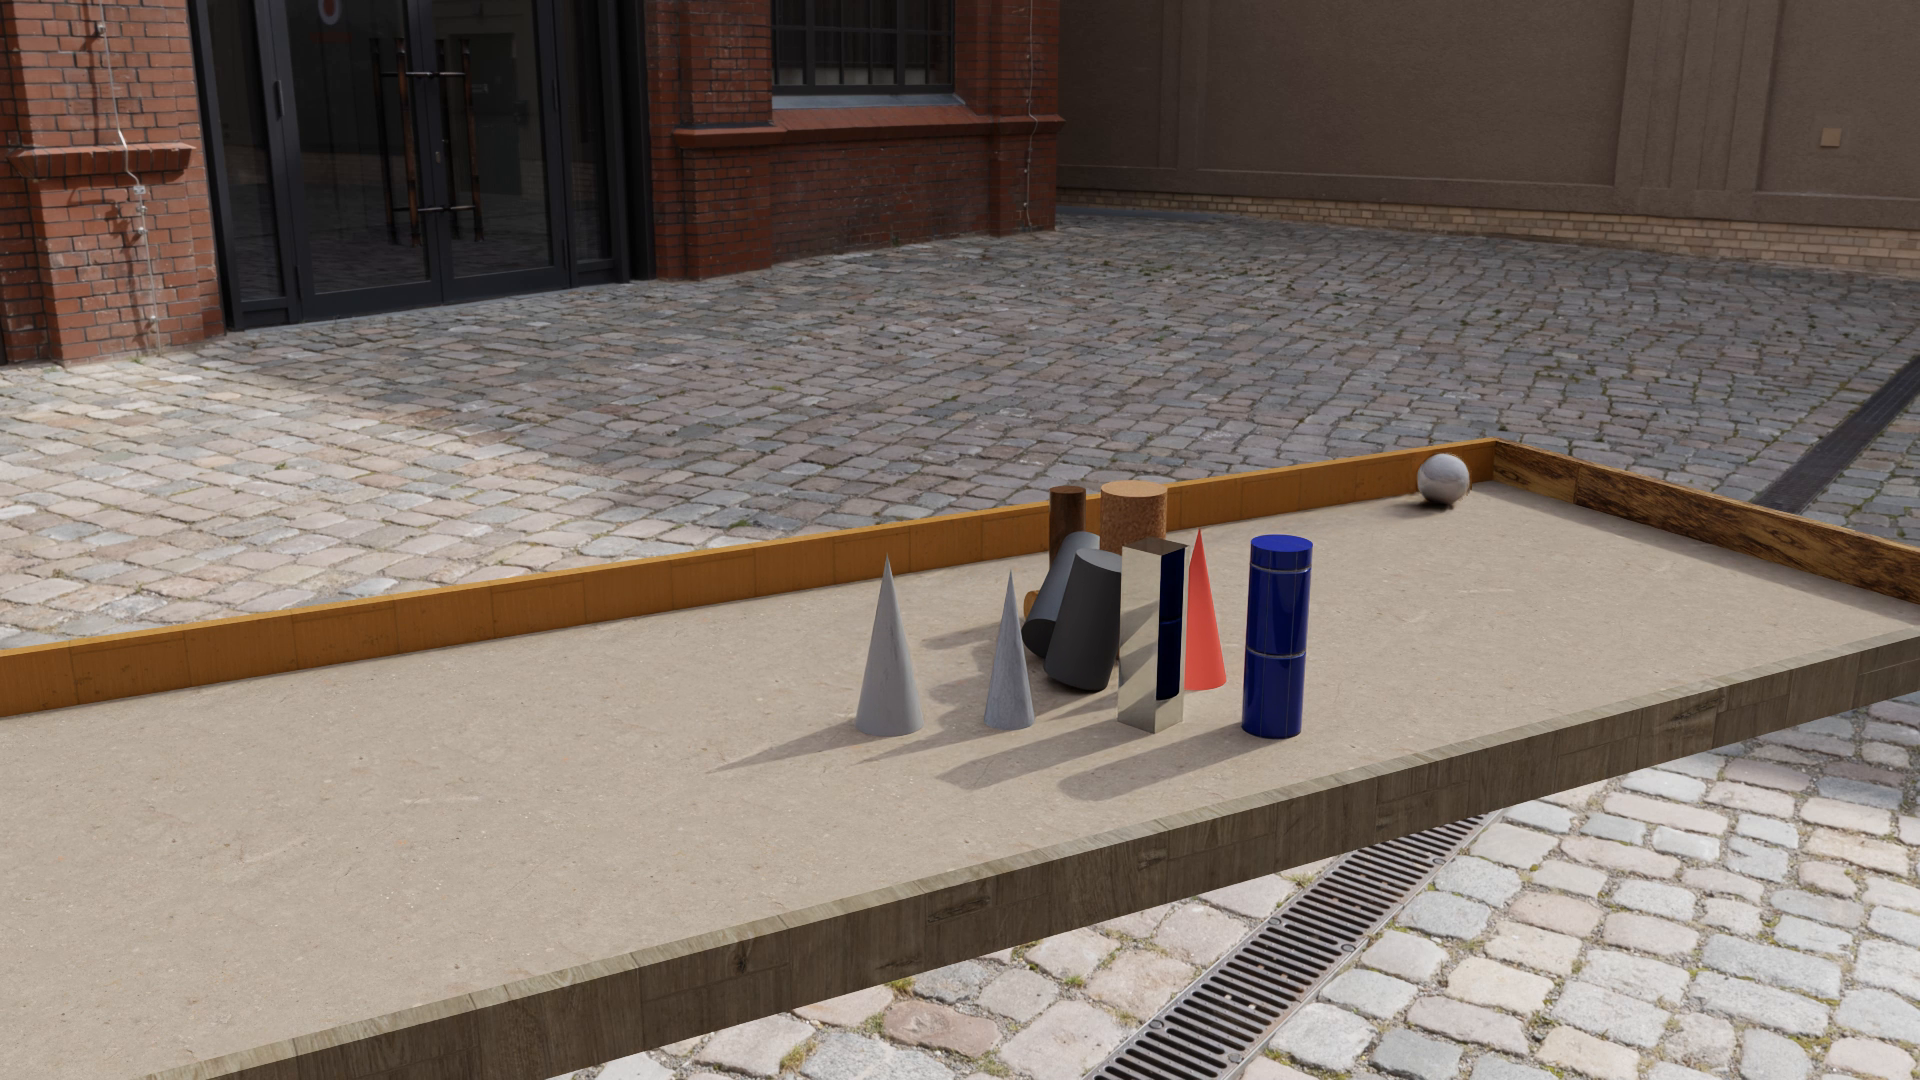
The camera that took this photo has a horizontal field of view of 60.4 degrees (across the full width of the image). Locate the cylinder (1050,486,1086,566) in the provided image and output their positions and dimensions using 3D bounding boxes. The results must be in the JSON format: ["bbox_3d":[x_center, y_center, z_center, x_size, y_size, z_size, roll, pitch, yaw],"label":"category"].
[{"bbox_3d":[0.300,0.033,4.605,0.102,0.355,0.102,-1,14,0],"label":"cylinder"}]

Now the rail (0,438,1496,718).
[{"bbox_3d":[-3.305,0.497,3.399,12.000,0.150,0.050,-9,18,-27],"label":"rail"}]

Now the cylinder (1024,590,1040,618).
[{"bbox_3d":[0.391,0.172,4.557,0.424,0.121,0.121,-8,18,-25],"label":"cylinder"}]

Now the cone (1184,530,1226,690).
[{"bbox_3d":[0.589,0.158,4.111,0.166,0.399,0.166,0,16,0],"label":"cone"}]

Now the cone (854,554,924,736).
[{"bbox_3d":[-0.166,0.230,3.828,0.164,0.419,0.164,0,16,0],"label":"cone"}]

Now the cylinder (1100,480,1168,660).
[{"bbox_3d":[0.448,0.079,4.306,0.171,0.440,0.171,0,16,0],"label":"cylinder"}]

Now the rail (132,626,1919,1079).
[{"bbox_3d":[-2.336,1.006,1.665,12.000,0.150,0.050,-9,18,-27],"label":"rail"}]

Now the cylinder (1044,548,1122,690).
[{"bbox_3d":[0.327,0.195,4.086,0.168,0.310,0.168,14,16,-4],"label":"cylinder"}]

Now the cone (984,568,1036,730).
[{"bbox_3d":[0.117,0.245,3.851,0.122,0.378,0.122,0,16,0],"label":"cone"}]

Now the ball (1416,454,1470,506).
[{"bbox_3d":[1.686,-0.211,5.756,0.179,0.179,0.179,0,16,0],"label":"ball"}]

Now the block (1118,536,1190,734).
[{"bbox_3d":[0.449,0.221,3.837,0.110,0.432,0.110,15,22,41],"label":"block"}]

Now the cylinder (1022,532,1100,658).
[{"bbox_3d":[0.287,0.145,4.358,0.150,0.150,0.347,7,43,21],"label":"cylinder"}]

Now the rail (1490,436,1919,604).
[{"bbox_3d":[2.466,-0.048,5.253,0.050,0.150,2.100,-9,18,-27],"label":"rail"}]

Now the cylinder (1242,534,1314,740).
[{"bbox_3d":[0.728,0.223,3.796,0.139,0.451,0.139,0,16,0],"label":"cylinder"}]
